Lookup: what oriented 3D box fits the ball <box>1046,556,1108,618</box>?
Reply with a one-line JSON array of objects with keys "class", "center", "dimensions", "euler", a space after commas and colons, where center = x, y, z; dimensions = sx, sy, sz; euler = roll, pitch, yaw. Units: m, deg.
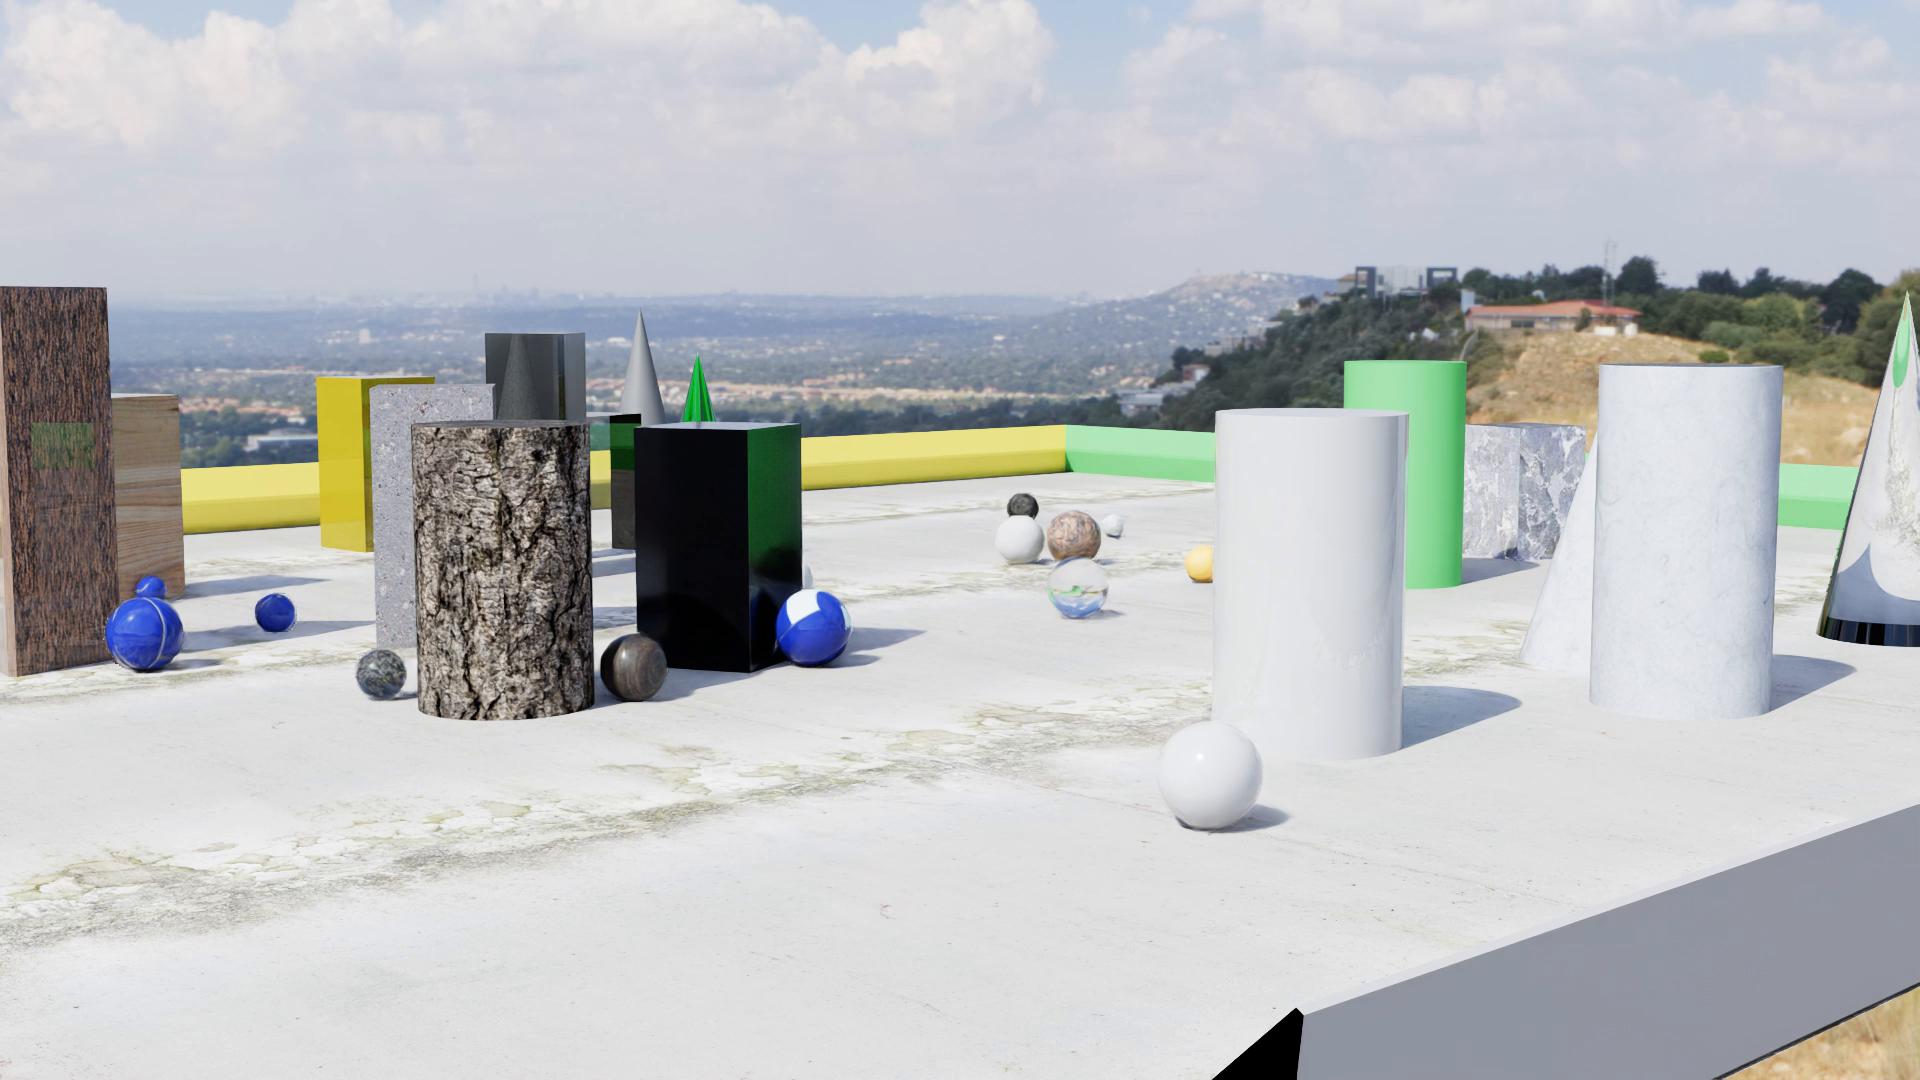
[{"class": "ball", "center": [0.170, 0.069, 3.183], "dimensions": [0.089, 0.089, 0.089], "euler": [0, 6, 0]}]

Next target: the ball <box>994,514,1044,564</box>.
[{"class": "ball", "center": [0.105, -0.001, 3.853], "dimensions": [0.088, 0.088, 0.088], "euler": [0, 6, 0]}]

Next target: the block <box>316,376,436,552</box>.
[{"class": "block", "center": [-1.094, -0.147, 4.133], "dimensions": [0.156, 0.320, 0.156], "euler": [6, 8, 43]}]

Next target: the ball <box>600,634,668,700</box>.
[{"class": "ball", "center": [-0.373, 0.145, 2.512], "dimensions": [0.077, 0.077, 0.077], "euler": [0, 6, 0]}]

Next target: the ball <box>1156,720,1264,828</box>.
[{"class": "ball", "center": [0.215, 0.202, 1.897], "dimensions": [0.092, 0.092, 0.092], "euler": [0, 6, 0]}]

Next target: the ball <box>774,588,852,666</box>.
[{"class": "ball", "center": [-0.184, 0.110, 2.754], "dimensions": [0.097, 0.097, 0.097], "euler": [0, 6, 0]}]

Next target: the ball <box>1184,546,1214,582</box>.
[{"class": "ball", "center": [0.399, 0.039, 3.595], "dimensions": [0.062, 0.062, 0.062], "euler": [0, 6, 0]}]

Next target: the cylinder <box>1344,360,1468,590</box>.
[{"class": "cylinder", "center": [0.724, -0.111, 3.592], "dimensions": [0.195, 0.360, 0.195], "euler": [0, 6, 0]}]

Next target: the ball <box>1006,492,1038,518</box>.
[{"class": "ball", "center": [0.130, -0.065, 4.573], "dimensions": [0.066, 0.066, 0.066], "euler": [0, 6, 0]}]

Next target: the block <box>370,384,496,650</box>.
[{"class": "block", "center": [-0.705, -0.036, 2.967], "dimensions": [0.156, 0.342, 0.156], "euler": [-1, 6, -10]}]

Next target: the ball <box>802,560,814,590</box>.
[{"class": "ball", "center": [-0.259, 0.065, 3.190], "dimensions": [0.096, 0.096, 0.096], "euler": [0, 6, 0]}]

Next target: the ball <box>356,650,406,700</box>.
[{"class": "ball", "center": [-0.664, 0.154, 2.522], "dimensions": [0.057, 0.057, 0.057], "euler": [0, 6, 0]}]

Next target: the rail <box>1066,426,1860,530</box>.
[{"class": "rail", "center": [1.510, -0.112, 4.718], "dimensions": [0.045, 0.127, 3.649], "euler": [-5, 8, -42]}]

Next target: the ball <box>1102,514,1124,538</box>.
[{"class": "ball", "center": [0.299, -0.027, 4.304], "dimensions": [0.046, 0.046, 0.046], "euler": [0, 6, 0]}]

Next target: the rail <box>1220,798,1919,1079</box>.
[{"class": "rail", "center": [1.221, 0.171, 2.016], "dimensions": [4.157, 0.127, 0.045], "euler": [-5, 8, -42]}]

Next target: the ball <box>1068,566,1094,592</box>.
[{"class": "ball", "center": [0.191, 0.062, 3.473], "dimensions": [0.042, 0.042, 0.042], "euler": [0, 6, 0]}]

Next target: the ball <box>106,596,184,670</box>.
[{"class": "ball", "center": [-1.009, 0.115, 2.723], "dimensions": [0.092, 0.092, 0.092], "euler": [0, 6, 0]}]

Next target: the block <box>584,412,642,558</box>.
[{"class": "block", "center": [-0.693, -0.104, 4.036], "dimensions": [0.156, 0.254, 0.156], "euler": [3, 7, 28]}]

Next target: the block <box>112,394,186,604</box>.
[{"class": "block", "center": [-1.309, -0.064, 3.369], "dimensions": [0.156, 0.314, 0.156], "euler": [3, 7, 29]}]

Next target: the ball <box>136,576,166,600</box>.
[{"class": "ball", "center": [-1.224, 0.076, 3.329], "dimensions": [0.044, 0.044, 0.044], "euler": [0, 6, 0]}]

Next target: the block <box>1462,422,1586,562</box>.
[{"class": "block", "center": [1.020, -0.091, 3.997], "dimensions": [0.156, 0.236, 0.156], "euler": [-3, 7, -29]}]

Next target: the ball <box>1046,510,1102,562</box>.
[{"class": "ball", "center": [0.198, -0.004, 3.833], "dimensions": [0.098, 0.098, 0.098], "euler": [0, 6, 0]}]

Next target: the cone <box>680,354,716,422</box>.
[{"class": "cone", "center": [-0.457, -0.143, 3.849], "dimensions": [0.195, 0.371, 0.195], "euler": [0, 6, 0]}]

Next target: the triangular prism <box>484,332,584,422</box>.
[{"class": "triangular prism", "center": [-0.681, -0.145, 3.701], "dimensions": [0.169, 0.406, 0.147], "euler": [4, 7, 32]}]

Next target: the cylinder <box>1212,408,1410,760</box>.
[{"class": "cylinder", "center": [0.358, 0.039, 2.257], "dimensions": [0.195, 0.340, 0.195], "euler": [0, 6, 0]}]

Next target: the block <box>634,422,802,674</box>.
[{"class": "block", "center": [-0.304, 0.004, 2.786], "dimensions": [0.156, 0.299, 0.156], "euler": [2, 6, 20]}]

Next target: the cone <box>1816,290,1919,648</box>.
[{"class": "cone", "center": [1.274, -0.103, 2.981], "dimensions": [0.195, 0.472, 0.195], "euler": [0, 6, 0]}]

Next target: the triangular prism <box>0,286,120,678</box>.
[{"class": "triangular prism", "center": [-1.137, -0.080, 2.758], "dimensions": [0.147, 0.473, 0.169], "euler": [-4, 7, -33]}]

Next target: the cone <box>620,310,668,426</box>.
[{"class": "cone", "center": [-0.634, -0.238, 4.379], "dimensions": [0.195, 0.451, 0.195], "euler": [0, 6, 0]}]

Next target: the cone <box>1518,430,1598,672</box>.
[{"class": "cone", "center": [0.811, -0.007, 2.783], "dimensions": [0.195, 0.323, 0.195], "euler": [0, 6, 0]}]

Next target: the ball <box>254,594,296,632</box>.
[{"class": "ball", "center": [-0.947, 0.101, 3.040], "dimensions": [0.055, 0.055, 0.055], "euler": [0, 6, 0]}]

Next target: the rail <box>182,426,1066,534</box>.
[{"class": "rail", "center": [-1.221, -0.105, 4.648], "dimensions": [4.157, 0.127, 0.045], "euler": [-5, 8, -42]}]

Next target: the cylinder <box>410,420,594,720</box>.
[{"class": "cylinder", "center": [-0.512, 0.028, 2.470], "dimensions": [0.195, 0.318, 0.195], "euler": [0, 6, 0]}]

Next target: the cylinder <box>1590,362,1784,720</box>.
[{"class": "cylinder", "center": [0.814, -0.004, 2.470], "dimensions": [0.195, 0.383, 0.195], "euler": [0, 6, 0]}]
